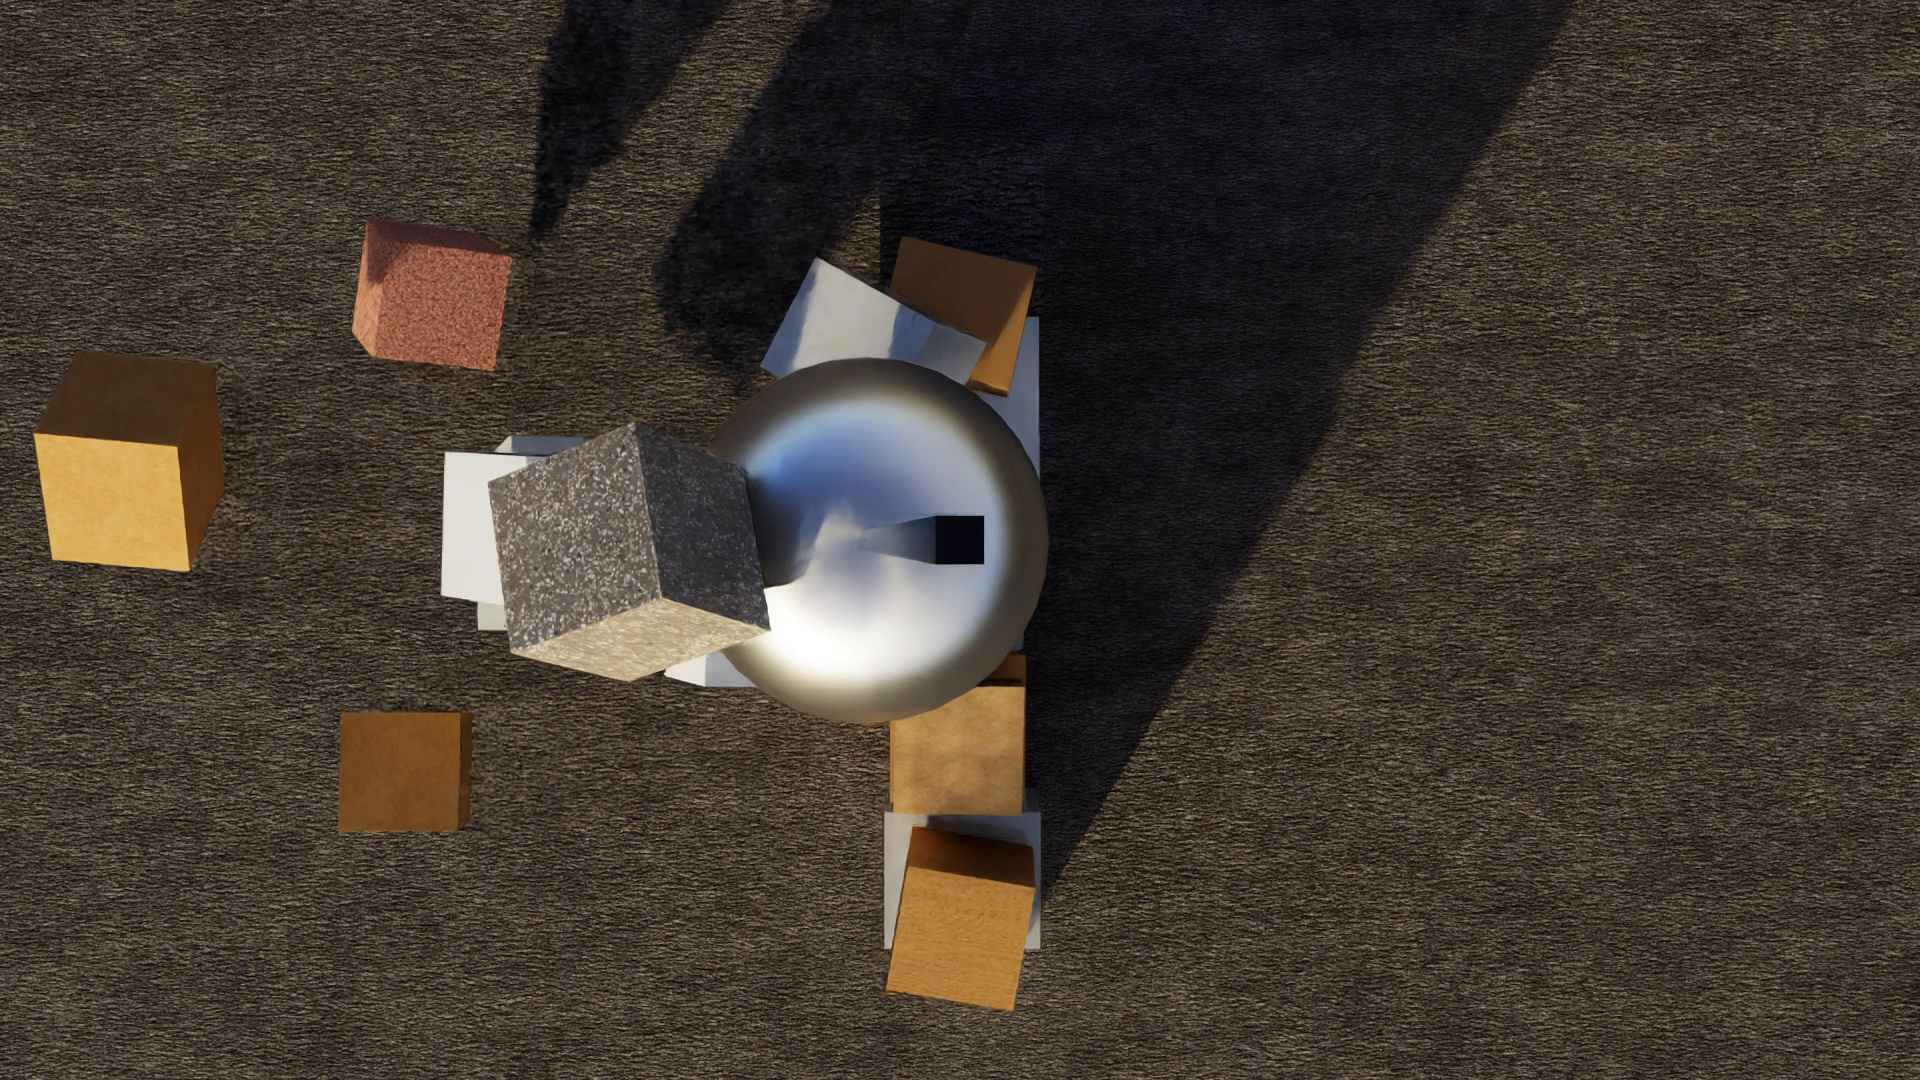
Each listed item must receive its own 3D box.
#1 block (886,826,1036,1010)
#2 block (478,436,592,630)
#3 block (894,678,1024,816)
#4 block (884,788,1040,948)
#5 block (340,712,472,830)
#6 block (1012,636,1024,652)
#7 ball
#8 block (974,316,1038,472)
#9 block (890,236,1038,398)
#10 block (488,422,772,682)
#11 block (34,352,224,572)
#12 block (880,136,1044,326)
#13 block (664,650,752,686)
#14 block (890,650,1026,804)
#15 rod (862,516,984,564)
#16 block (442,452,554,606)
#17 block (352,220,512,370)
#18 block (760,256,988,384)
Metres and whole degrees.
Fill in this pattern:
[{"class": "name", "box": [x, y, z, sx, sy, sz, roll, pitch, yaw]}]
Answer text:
[{"class": "block", "box": [0.008, 2.017, 11.800, 0.671, 0.750, 0.677, 10, 99, -1]}, {"class": "block", "box": [-1.996, -0.018, 11.465, 0.869, 0.846, 0.861, 1, 79, -25]}, {"class": "block", "box": [-0.006, 1.097, 11.828, 0.670, 0.707, 0.672, 1, 90, 0]}, {"class": "block", "box": [0.013, 1.868, 12.590, 0.865, 0.781, 0.765, 0, 93, 0]}, {"class": "block", "box": [-3.024, 1.257, 12.037, 0.619, 0.610, 0.620, 1, 86, -7]}, {"class": "block", "box": [-0.205, 0.178, 12.405, 0.947, 0.987, 0.889, 1, 90, 14]}, {"class": "ball", "box": [-0.407, 0.000, 9.596, 1.600, 1.600, 1.600, 0, 90, 0]}, {"class": "block", "box": [0.013, -0.763, 12.603, 0.850, 0.794, 0.954, 0, 90, 0]}, {"class": "block", "box": [-0.022, -1.175, 11.704, 0.717, 0.770, 0.640, 13, 90, 0]}, {"class": "block", "box": [-1.301, 0.069, 8.696, 0.707, 0.763, 0.710, -20, 70, 23]}, {"class": "block", "box": [-4.289, -0.408, 11.418, 0.689, 0.749, 0.791, 5, 127, -6]}, {"class": "block", "box": [0.012, -1.736, 12.545, 0.899, 0.911, 0.973, 0, 90, 0]}, {"class": "block", "box": [-1.004, 0.329, 11.488, 0.876, 0.824, 0.814, 1, 90, -21]}, {"class": "block", "box": [-0.011, 1.045, 12.591, 0.750, 0.819, 0.825, 0, 90, 0]}, {"class": "rod", "box": [-0.176, 0.000, 6.204, 0.080, 5.200, 0.080, 0, 90, -4]}, {"class": "block", "box": [-1.928, -0.057, 10.424, 0.754, 0.734, 0.683, 0, 94, -42]}, {"class": "block", "box": [-2.975, -1.380, 12.361, 0.676, 0.618, 0.651, 5, 106, -27]}, {"class": "block", "box": [-0.418, -0.922, 10.914, 0.716, 0.743, 0.599, 30, 98, 18]}]
